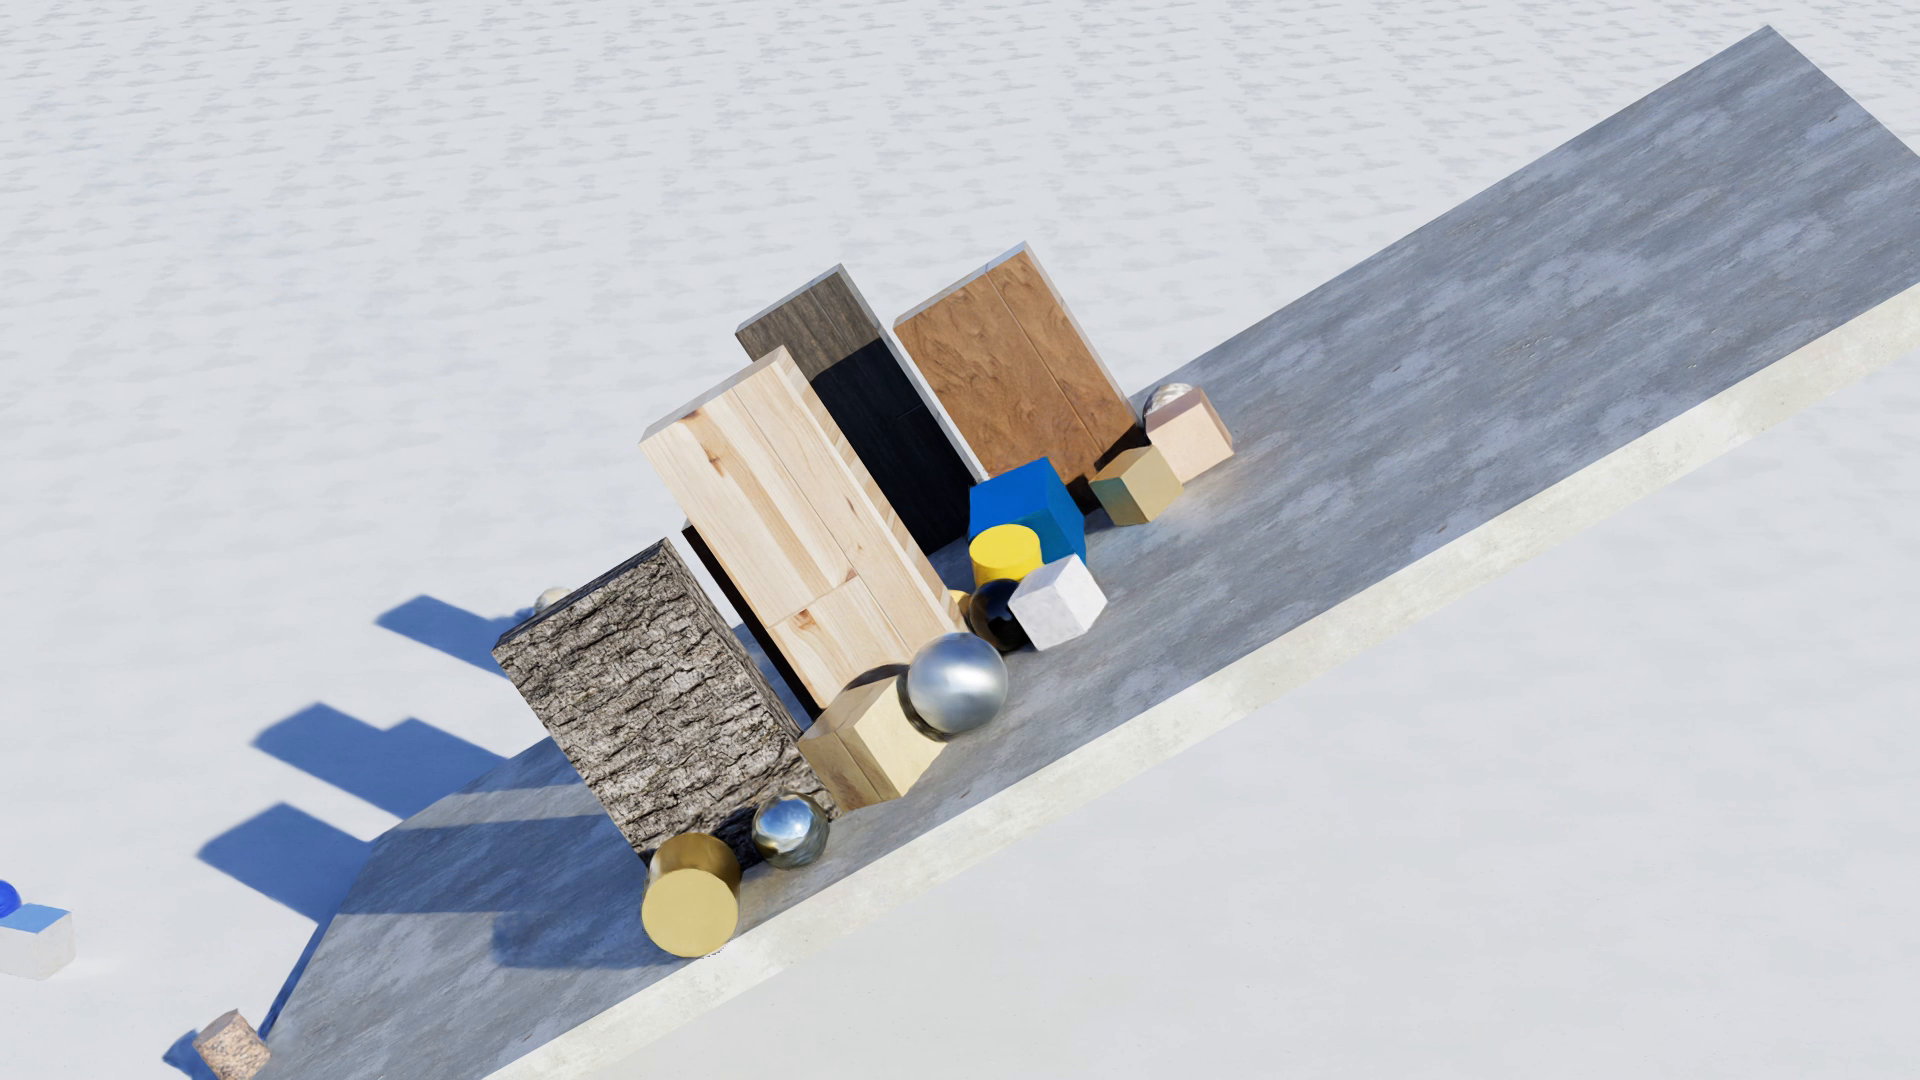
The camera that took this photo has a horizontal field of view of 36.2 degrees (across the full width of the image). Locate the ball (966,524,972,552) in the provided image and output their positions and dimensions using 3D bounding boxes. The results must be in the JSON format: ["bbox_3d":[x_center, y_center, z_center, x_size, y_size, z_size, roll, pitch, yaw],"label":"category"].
[{"bbox_3d":[0.089,-0.005,6.458,0.151,0.151,0.151,0,20,0],"label":"ball"}]

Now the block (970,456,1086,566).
[{"bbox_3d":[0.143,-0.026,6.233,0.181,0.181,0.181,-23,33,17],"label":"block"}]

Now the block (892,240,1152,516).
[{"bbox_3d":[0.154,-0.321,6.470,0.338,0.584,0.087,-30,15,13],"label":"block"}]

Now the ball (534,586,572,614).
[{"bbox_3d":[-1.258,0.223,9.206,0.154,0.154,0.154,0,20,0],"label":"ball"}]

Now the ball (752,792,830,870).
[{"bbox_3d":[-0.322,0.551,5.578,0.148,0.148,0.148,0,20,0],"label":"ball"}]

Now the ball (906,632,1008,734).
[{"bbox_3d":[-0.005,0.274,5.655,0.195,0.195,0.195,0,20,0],"label":"ball"}]

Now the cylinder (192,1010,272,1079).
[{"bbox_3d":[-1.614,1.128,6.522,0.122,0.122,0.122,-31,15,9],"label":"cylinder"}]

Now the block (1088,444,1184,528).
[{"bbox_3d":[0.375,-0.114,6.264,0.119,0.119,0.119,-42,17,-28],"label":"block"}]

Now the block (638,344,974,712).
[{"bbox_3d":[-0.283,0.027,5.904,0.330,0.781,0.115,-30,15,13],"label":"block"}]

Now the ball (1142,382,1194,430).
[{"bbox_3d":[0.477,-0.272,6.488,0.150,0.150,0.150,0,20,0],"label":"ball"}]

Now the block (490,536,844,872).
[{"bbox_3d":[-0.561,0.360,5.725,0.394,0.636,0.094,-30,15,13],"label":"block"}]

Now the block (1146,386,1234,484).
[{"bbox_3d":[0.494,-0.226,6.337,0.134,0.134,0.134,-30,15,12],"label":"block"}]

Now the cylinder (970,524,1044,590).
[{"bbox_3d":[0.102,0.070,6.101,0.146,0.146,0.146,-7,37,5],"label":"cylinder"}]

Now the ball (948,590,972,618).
[{"bbox_3d":[-0.016,0.181,6.086,0.155,0.155,0.155,0,20,0],"label":"ball"}]

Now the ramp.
[{"bbox_3d":[0.140,0.170,6.292,4.000,0.100,2.000,-30,15,13],"label":"ramp"}]

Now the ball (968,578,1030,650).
[{"bbox_3d":[0.091,0.150,5.971,0.149,0.149,0.149,0,20,0],"label":"ball"}]

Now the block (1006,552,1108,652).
[{"bbox_3d":[0.195,0.124,5.887,0.122,0.122,0.122,-23,18,36],"label":"block"}]

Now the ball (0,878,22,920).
[{"bbox_3d":[-2.406,0.912,7.315,0.142,0.142,0.142,0,20,0],"label":"ball"}]

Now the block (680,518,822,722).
[{"bbox_3d":[-0.290,0.094,6.197,0.347,0.531,0.104,-30,15,13],"label":"block"}]

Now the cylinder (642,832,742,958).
[{"bbox_3d":[-0.504,0.666,5.536,0.178,0.178,0.178,-1,17,-2],"label":"cylinder"}]

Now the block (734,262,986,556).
[{"bbox_3d":[-0.214,-0.281,6.900,0.287,0.694,0.082,-30,15,13],"label":"block"}]

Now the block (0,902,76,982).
[{"bbox_3d":[-2.250,0.977,7.153,0.129,0.129,0.129,8,21,20],"label":"block"}]

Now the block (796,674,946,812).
[{"bbox_3d":[-0.172,0.395,5.707,0.171,0.171,0.171,-19,21,44],"label":"block"}]
